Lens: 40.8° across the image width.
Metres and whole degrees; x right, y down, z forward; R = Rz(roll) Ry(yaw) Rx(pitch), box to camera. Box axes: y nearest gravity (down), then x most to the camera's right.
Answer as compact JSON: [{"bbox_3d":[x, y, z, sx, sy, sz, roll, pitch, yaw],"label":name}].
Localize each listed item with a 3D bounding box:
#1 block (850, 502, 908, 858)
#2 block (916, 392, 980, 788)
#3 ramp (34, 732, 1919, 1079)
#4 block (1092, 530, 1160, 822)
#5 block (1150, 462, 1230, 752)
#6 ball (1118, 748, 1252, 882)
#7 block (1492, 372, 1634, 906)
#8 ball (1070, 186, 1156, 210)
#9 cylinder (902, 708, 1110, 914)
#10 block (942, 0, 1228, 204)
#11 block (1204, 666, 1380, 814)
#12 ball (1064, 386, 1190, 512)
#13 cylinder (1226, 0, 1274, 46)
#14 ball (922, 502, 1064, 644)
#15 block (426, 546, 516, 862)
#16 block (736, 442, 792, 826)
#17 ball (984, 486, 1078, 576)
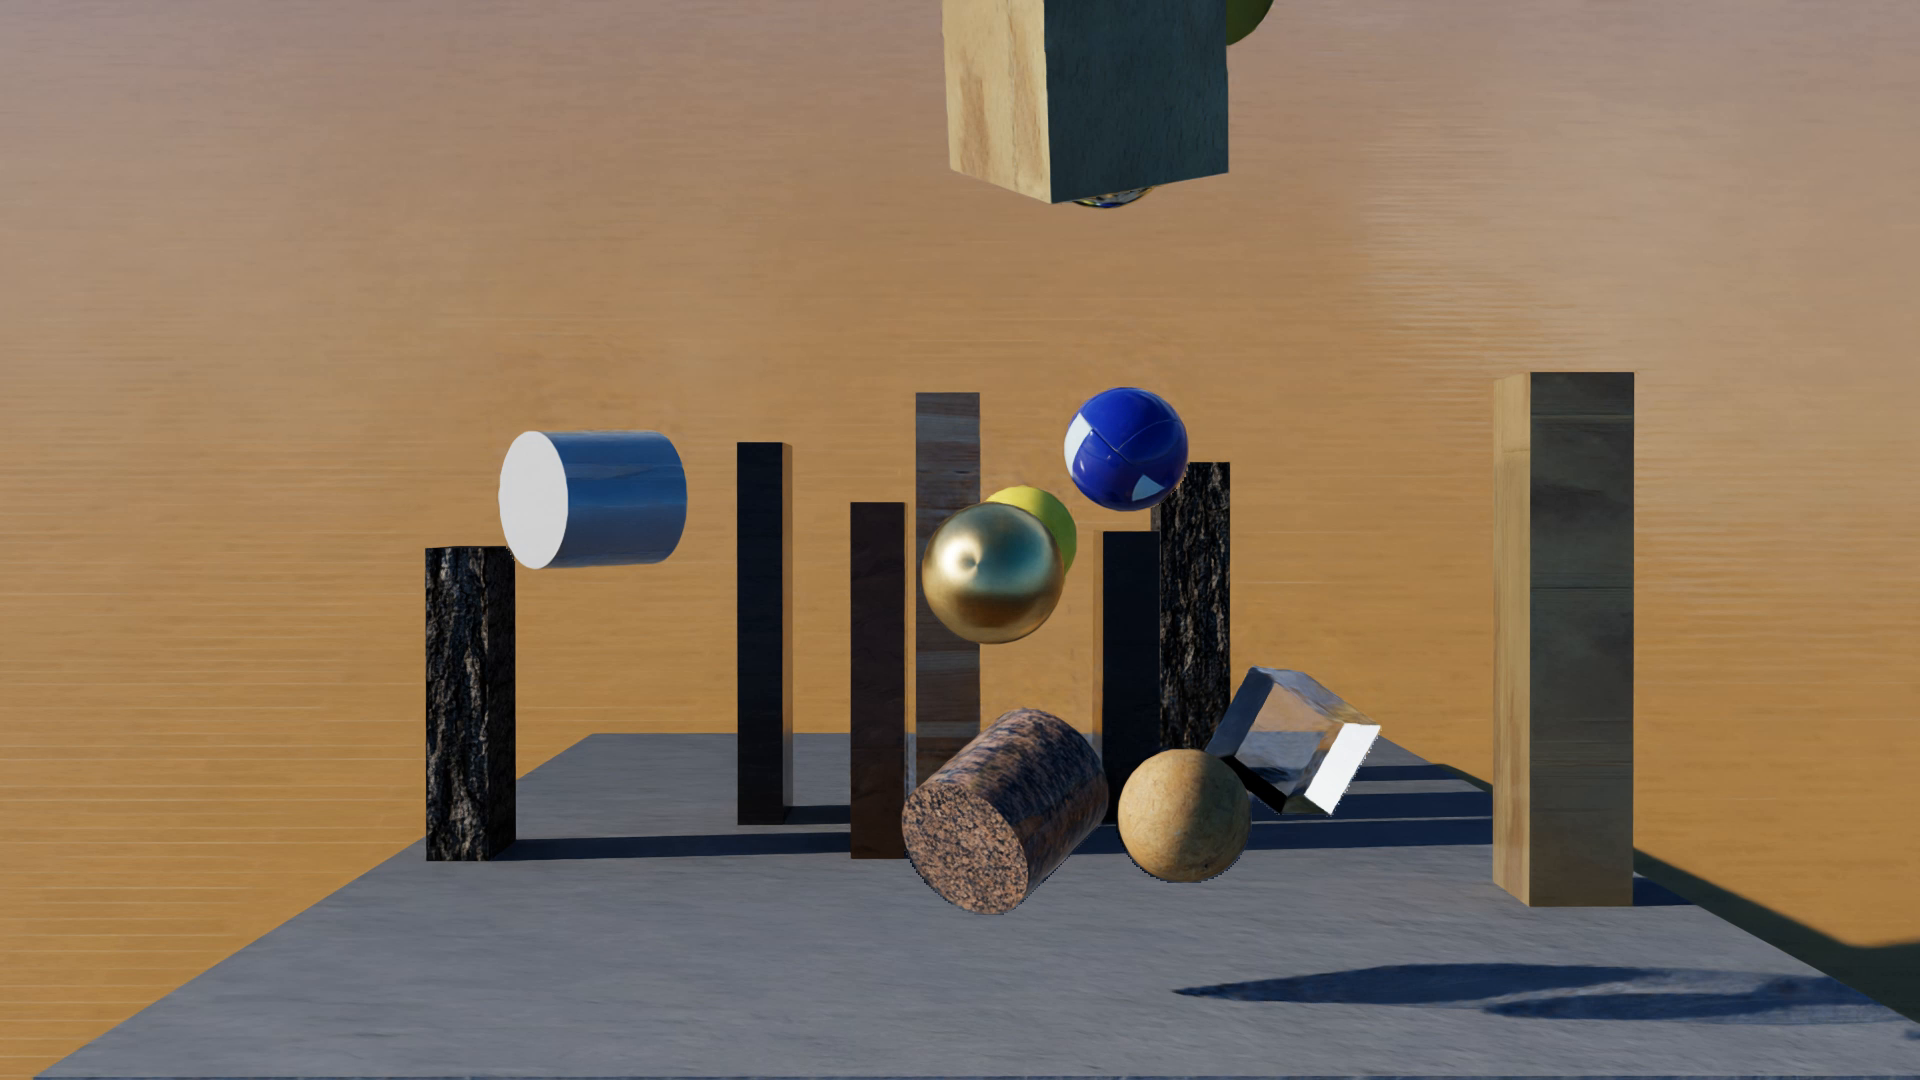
[{"bbox_3d":[-0.136,0.228,4.393,0.087,0.584,0.338,0,1,0],"label":"block"},{"bbox_3d":[-0.022,0.124,4.800,0.115,0.781,0.330,0,1,0],"label":"block"},{"bbox_3d":[0.063,0.567,4.607,2.000,0.100,4.000,0,1,0],"label":"ramp"},{"bbox_3d":[0.314,0.248,4.907,0.104,0.531,0.347,0,1,0],"label":"block"},{"bbox_3d":[0.489,0.171,5.511,0.144,0.670,0.279,0,1,0],"label":"block"},{"bbox_3d":[0.249,0.306,2.872,0.149,0.149,0.149,0,28,0],"label":"ball"},{"bbox_3d":[0.893,0.142,3.837,0.149,0.768,0.252,0,1,0],"label":"block"},{"bbox_3d":[0.143,-0.404,2.574,0.148,0.148,0.148,0,28,0],"label":"ball"},{"bbox_3d":[0.054,0.316,3.026,0.176,0.176,0.176,18,36,30],"label":"cylinder"},{"bbox_3d":[0.103,-0.392,2.152,0.171,0.171,0.171,-13,23,-26],"label":"block"},{"bbox_3d":[0.377,0.228,2.938,0.119,0.119,0.119,36,16,34],"label":"block"},{"bbox_3d":[0.189,-0.103,2.928,0.142,0.142,0.142,0,28,0],"label":"ball"},{"bbox_3d":[0.204,-0.531,2.418,0.146,0.146,0.146,-8,11,-14],"label":"cylinder"},{"bbox_3d":[0.033,0.033,2.608,0.144,0.144,0.144,0,28,0],"label":"ball"},{"bbox_3d":[-0.818,0.266,4.328,0.101,0.509,0.260,0,1,0],"label":"block"},{"bbox_3d":[-0.362,0.168,4.820,0.082,0.694,0.287,0,1,0],"label":"block"},{"bbox_3d":[0.074,0.001,3.050,0.130,0.130,0.130,0,28,0],"label":"ball"}]
